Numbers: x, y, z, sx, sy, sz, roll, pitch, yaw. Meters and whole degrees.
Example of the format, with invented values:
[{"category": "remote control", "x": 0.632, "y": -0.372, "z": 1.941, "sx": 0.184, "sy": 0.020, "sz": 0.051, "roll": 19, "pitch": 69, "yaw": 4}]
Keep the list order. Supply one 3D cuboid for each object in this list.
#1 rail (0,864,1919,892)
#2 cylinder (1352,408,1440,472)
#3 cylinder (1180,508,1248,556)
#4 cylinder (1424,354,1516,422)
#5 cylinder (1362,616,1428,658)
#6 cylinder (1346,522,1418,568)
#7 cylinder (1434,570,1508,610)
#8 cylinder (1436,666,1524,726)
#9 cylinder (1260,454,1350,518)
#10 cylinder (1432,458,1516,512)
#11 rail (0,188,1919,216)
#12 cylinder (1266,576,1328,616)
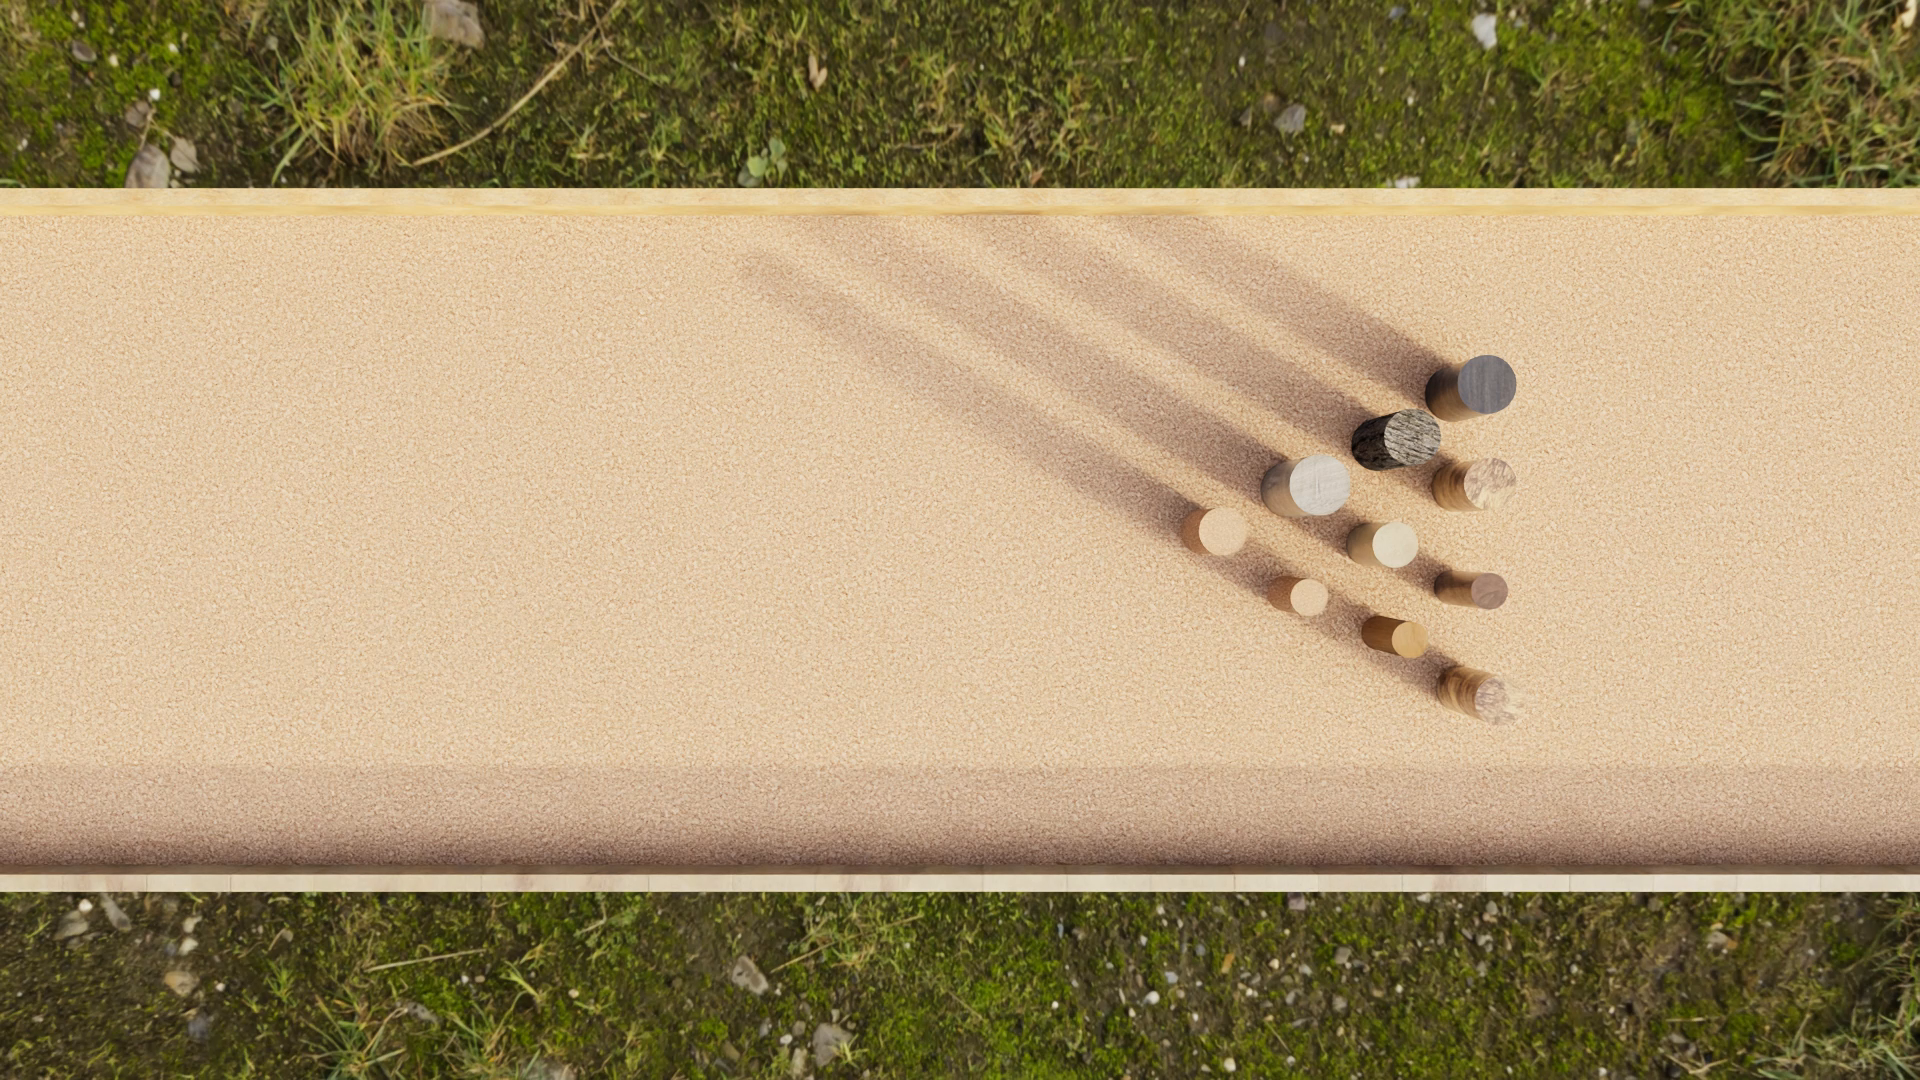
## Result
[{"category": "rail", "x": -2.247, "y": 1.025, "z": 5.001, "sx": 12.000, "sy": 0.150, "sz": 0.050, "roll": 0, "pitch": 90, "yaw": 0}, {"category": "cylinder", "x": 1.285, "y": -0.293, "z": 4.879, "sx": 0.162, "sy": 0.396, "sz": 0.162, "roll": 0, "pitch": 90, "yaw": 0}, {"category": "cylinder", "x": 0.747, "y": -0.025, "z": 4.879, "sx": 0.137, "sy": 0.394, "sz": 0.137, "roll": 0, "pitch": 90, "yaw": 0}, {"category": "cylinder", "x": 1.516, "y": -0.448, "z": 4.910, "sx": 0.171, "sy": 0.334, "sz": 0.171, "roll": 0, "pitch": 90, "yaw": 0}, {"category": "cylinder", "x": 1.287, "y": 0.286, "z": 4.895, "sx": 0.104, "sy": 0.363, "sz": 0.104, "roll": 0, "pitch": 90, "yaw": 0}, {"category": "cylinder", "x": 1.254, "y": 0.014, "z": 4.913, "sx": 0.132, "sy": 0.328, "sz": 0.132, "roll": 0, "pitch": 90, "yaw": 0}, {"category": "cylinder", "x": 1.511, "y": 0.146, "z": 4.891, "sx": 0.106, "sy": 0.371, "sz": 0.106, "roll": 0, "pitch": 90, "yaw": 0}, {"category": "cylinder", "x": 1.535, "y": 0.457, "z": 4.883, "sx": 0.141, "sy": 0.387, "sz": 0.141, "roll": 0, "pitch": 90, "yaw": 0}, {"category": "cylinder", "x": 1.010, "y": -0.155, "z": 4.852, "sx": 0.171, "sy": 0.448, "sz": 0.171, "roll": 0, "pitch": 90, "yaw": 0}, {"category": "cylinder", "x": 1.526, "y": -0.161, "z": 4.911, "sx": 0.152, "sy": 0.332, "sz": 0.152, "roll": 0, "pitch": 90, "yaw": 0}, {"category": "rail", "x": -2.247, "y": -1.025, "z": 5.002, "sx": 12.000, "sy": 0.150, "sz": 0.050, "roll": 0, "pitch": 90, "yaw": 0}, {"category": "cylinder", "x": 0.998, "y": 0.165, "z": 4.895, "sx": 0.107, "sy": 0.364, "sz": 0.107, "roll": 0, "pitch": 90, "yaw": 0}]
